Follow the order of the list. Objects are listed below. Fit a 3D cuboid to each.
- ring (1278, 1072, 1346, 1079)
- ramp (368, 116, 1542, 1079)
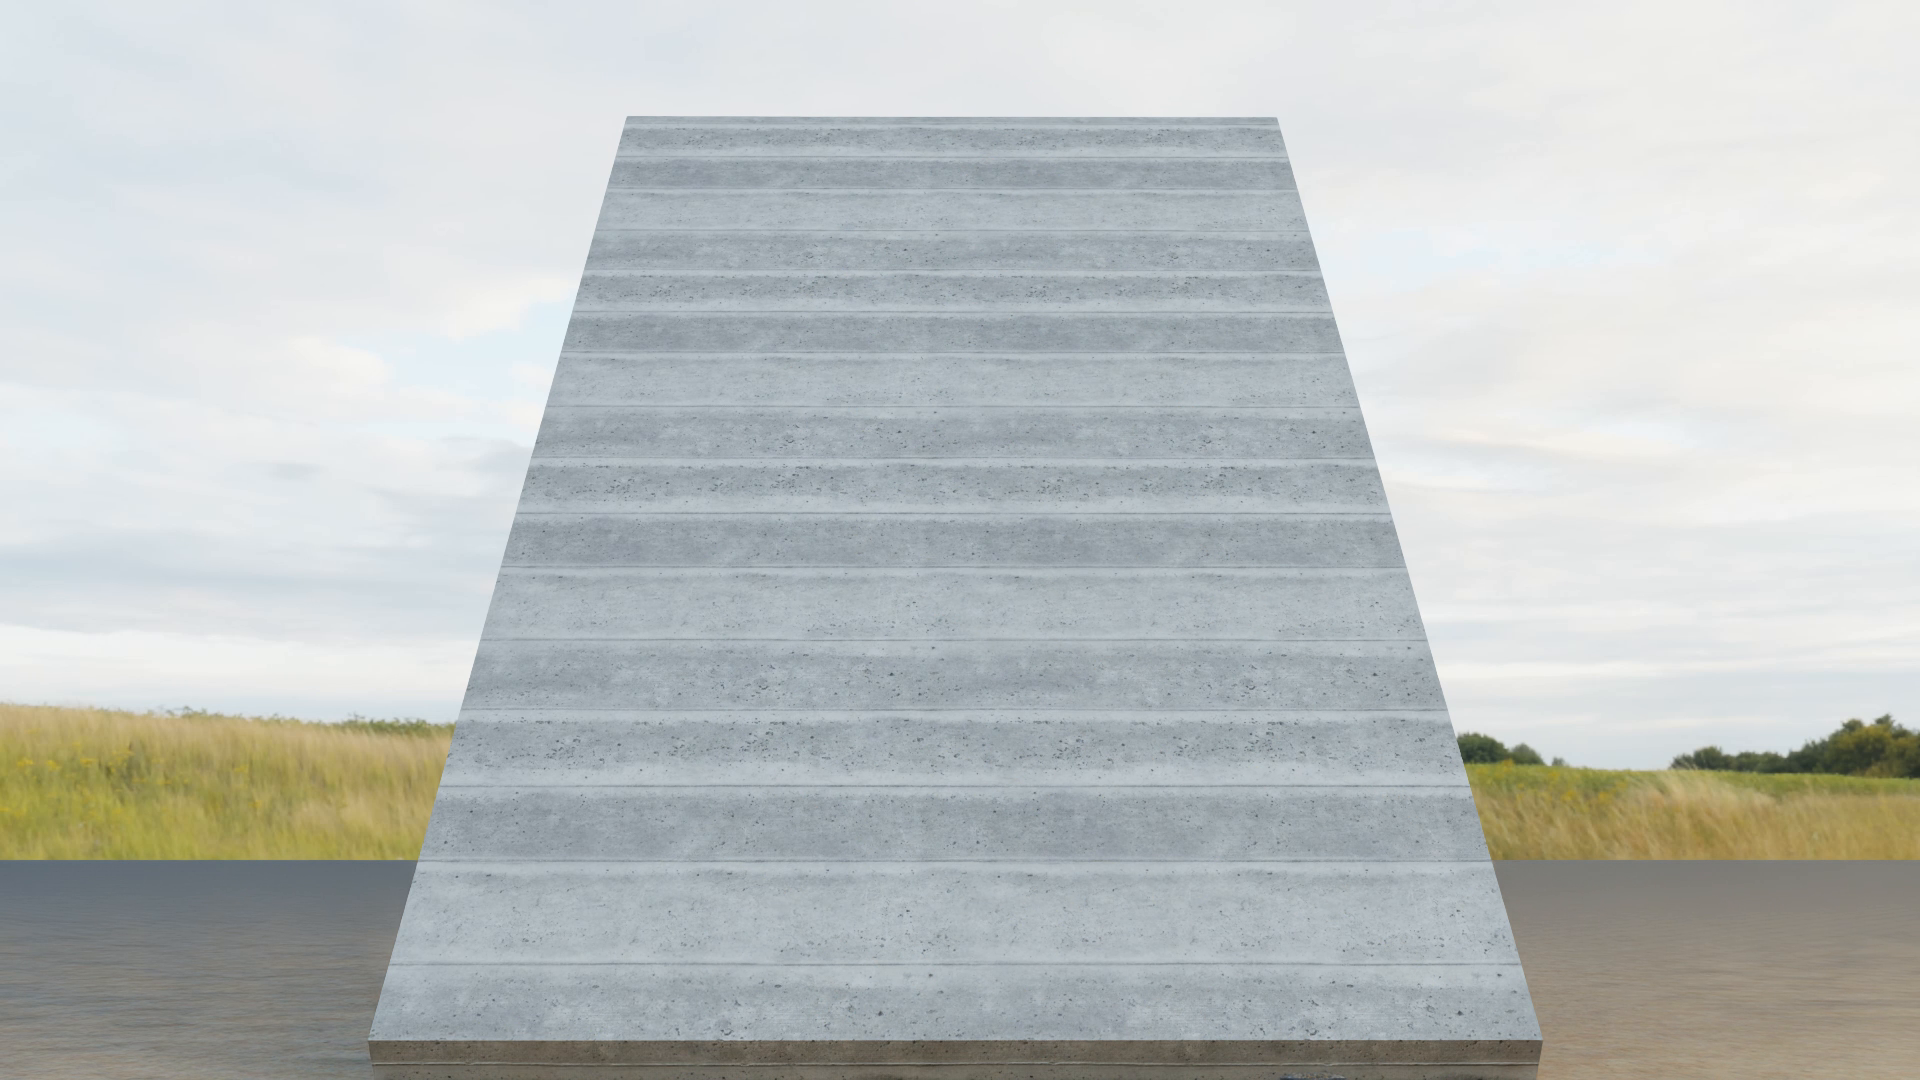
[{"bbox_3d":[0.562,0.874,3.904,0.123,0.041,0.123,0,-6,0],"label":"ring"},{"bbox_3d":[-0.015,-0.183,5.888,2.000,0.100,4.000,0,33,0],"label":"ramp"}]
